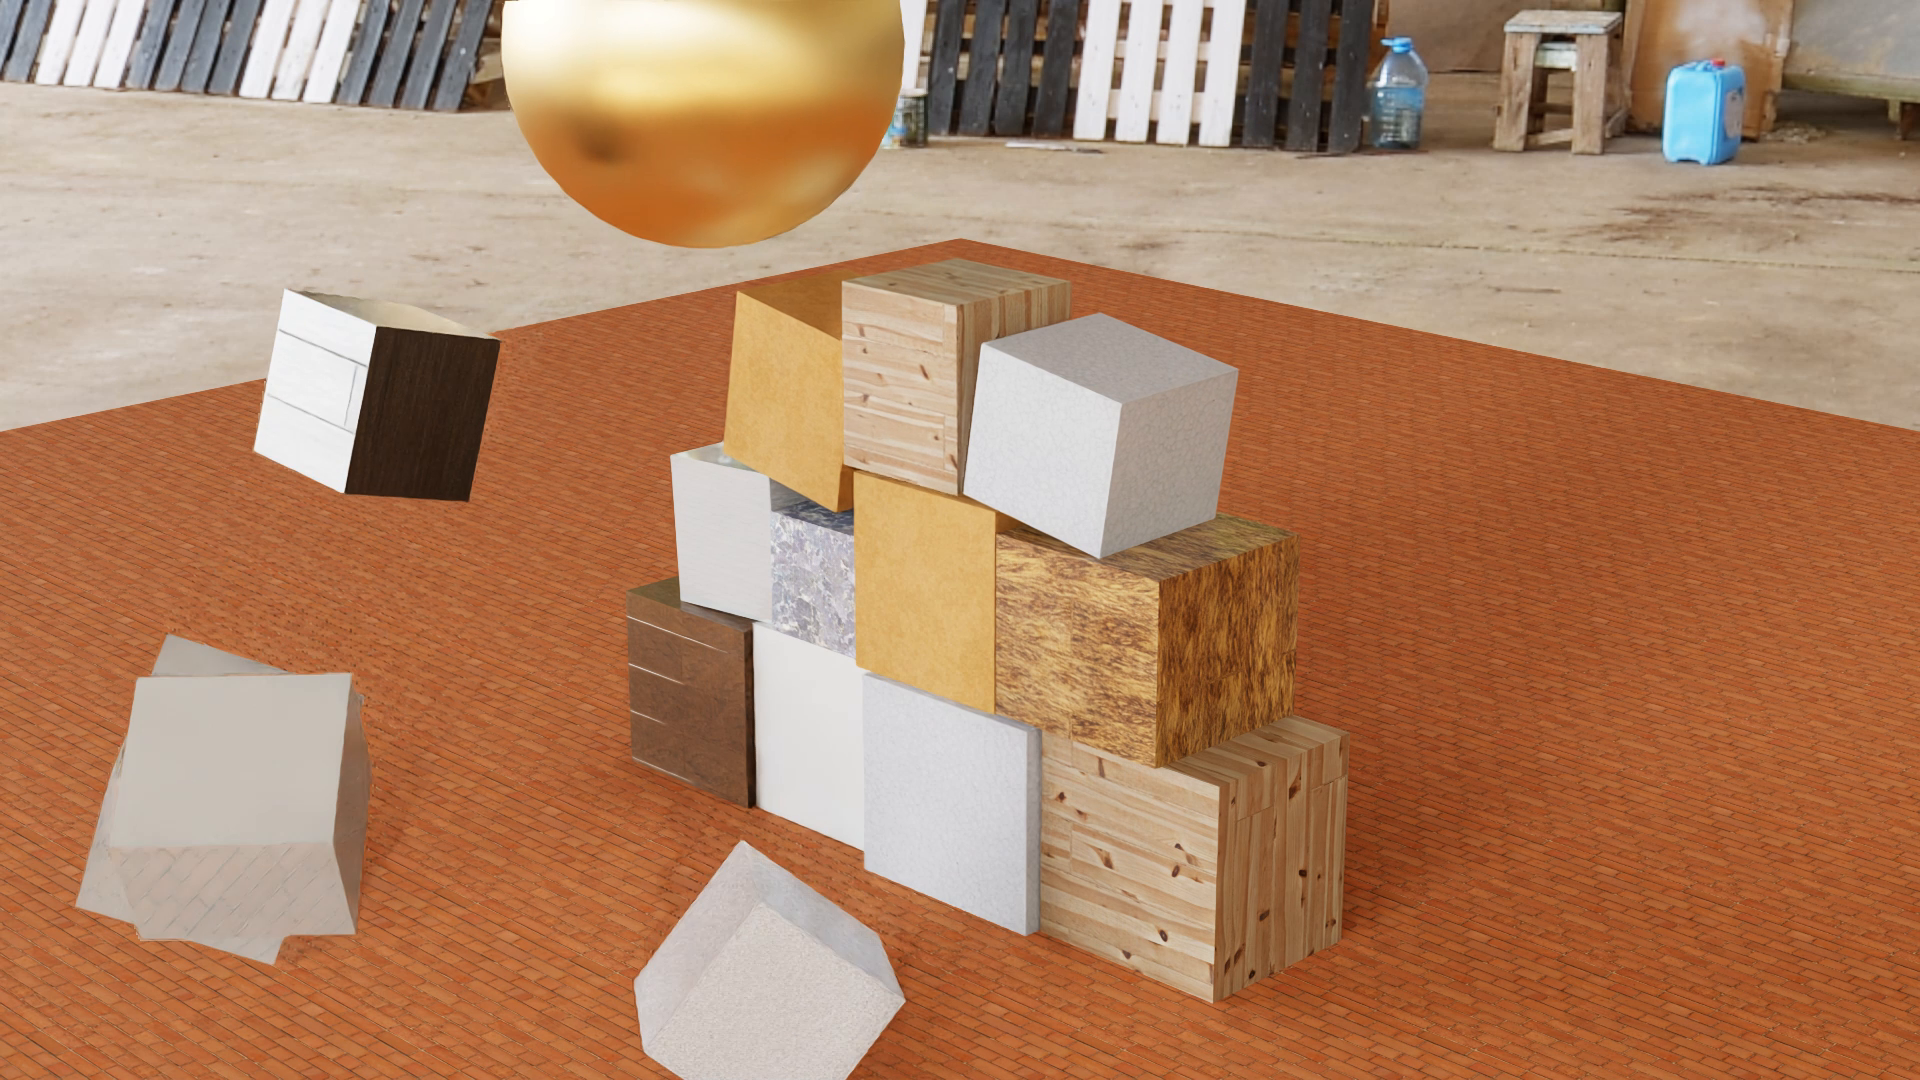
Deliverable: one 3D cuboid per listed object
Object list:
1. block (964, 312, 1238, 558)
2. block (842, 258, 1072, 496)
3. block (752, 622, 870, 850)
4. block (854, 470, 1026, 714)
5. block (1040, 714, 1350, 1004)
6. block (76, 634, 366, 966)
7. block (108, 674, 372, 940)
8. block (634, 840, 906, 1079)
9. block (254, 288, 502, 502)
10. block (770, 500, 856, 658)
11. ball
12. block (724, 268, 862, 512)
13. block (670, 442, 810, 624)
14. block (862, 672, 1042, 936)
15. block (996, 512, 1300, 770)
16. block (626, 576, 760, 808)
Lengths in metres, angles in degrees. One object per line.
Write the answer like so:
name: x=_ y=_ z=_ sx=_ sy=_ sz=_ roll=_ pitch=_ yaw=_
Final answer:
block: x=0.597 y=-0.460 z=12.504 sx=0.783 sy=0.692 sz=0.768 roll=26 pitch=30 yaw=37
block: x=-0.014 y=-0.739 z=13.034 sx=0.709 sy=0.839 sz=0.721 roll=-16 pitch=23 yaw=-42
block: x=-0.390 y=0.858 z=14.045 sx=0.781 sy=0.942 sz=0.905 roll=-17 pitch=24 yaw=-42
block: x=0.159 y=0.131 z=13.207 sx=0.880 sy=0.919 sz=0.911 roll=17 pitch=24 yaw=42
block: x=1.008 y=1.271 z=12.685 sx=0.862 sy=0.969 sz=0.990 roll=-17 pitch=24 yaw=-42
block: x=-3.133 y=1.107 z=12.436 sx=0.859 sy=0.937 sz=0.796 roll=19 pitch=44 yaw=-10
block: x=-2.678 y=0.998 z=11.006 sx=0.794 sy=0.618 sz=0.762 roll=-1 pitch=51 yaw=-3
block: x=-0.737 y=1.710 z=11.118 sx=0.675 sy=0.703 sz=0.801 roll=37 pitch=3 yaw=-13
block: x=-2.186 y=-0.541 z=10.996 sx=0.555 sy=0.626 sz=0.627 roll=4 pitch=13 yaw=-46
block: x=-0.406 y=0.140 z=13.783 sx=0.662 sy=0.585 sz=0.697 roll=17 pitch=24 yaw=42
ball: x=-1.018 y=-1.959 z=11.659 sx=1.600 sy=1.600 sz=1.600 roll=0 pitch=17 yaw=0
block: x=-0.553 y=-0.710 z=13.703 sx=0.690 sy=0.812 sz=0.801 roll=-17 pitch=33 yaw=-42
block: x=-0.885 y=-0.077 z=14.275 sx=0.695 sy=0.734 sz=0.722 roll=-17 pitch=20 yaw=-42
block: x=0.275 y=1.063 z=13.368 sx=1.026 sy=0.956 sz=1.000 roll=17 pitch=24 yaw=42
block: x=0.802 y=0.363 z=12.596 sx=0.918 sy=0.816 sz=0.913 roll=17 pitch=24 yaw=42
block: x=-1.051 y=0.689 z=14.644 sx=0.825 sy=0.905 sz=0.889 roll=-17 pitch=24 yaw=-42
